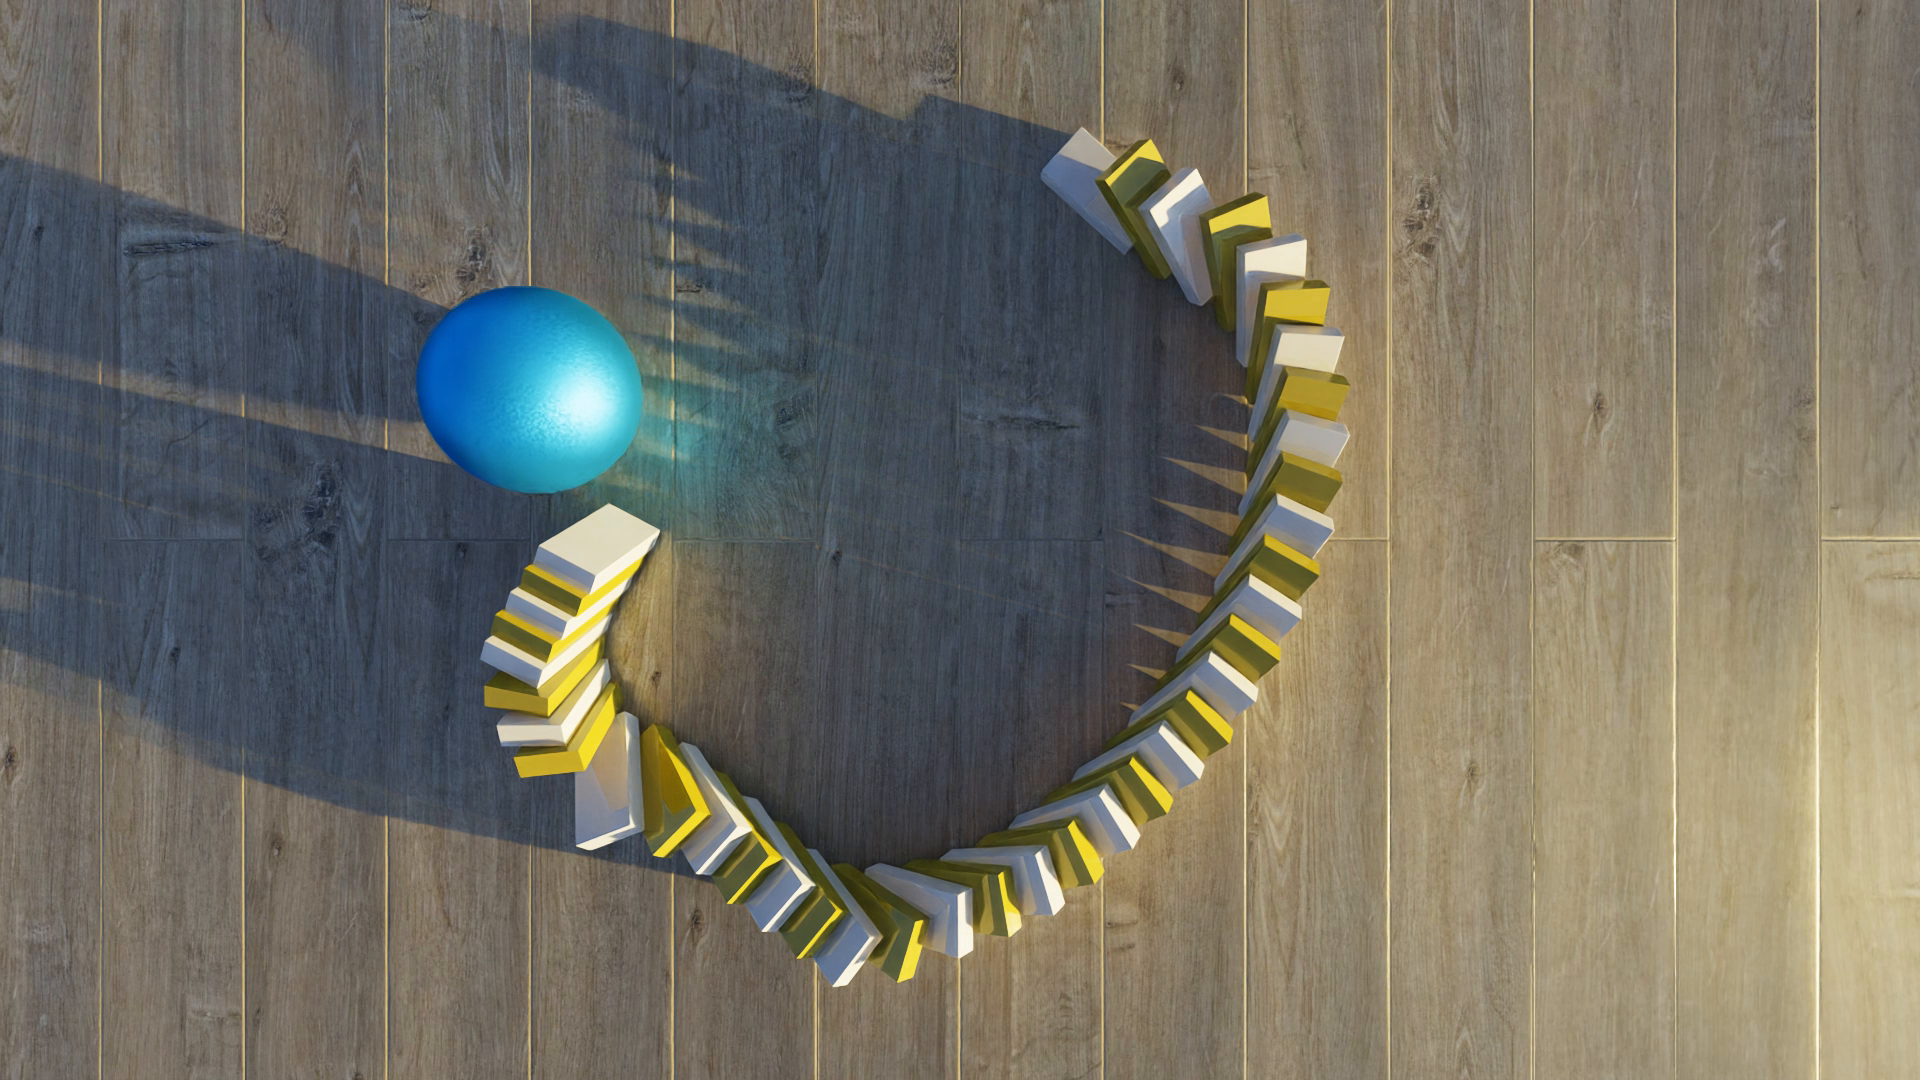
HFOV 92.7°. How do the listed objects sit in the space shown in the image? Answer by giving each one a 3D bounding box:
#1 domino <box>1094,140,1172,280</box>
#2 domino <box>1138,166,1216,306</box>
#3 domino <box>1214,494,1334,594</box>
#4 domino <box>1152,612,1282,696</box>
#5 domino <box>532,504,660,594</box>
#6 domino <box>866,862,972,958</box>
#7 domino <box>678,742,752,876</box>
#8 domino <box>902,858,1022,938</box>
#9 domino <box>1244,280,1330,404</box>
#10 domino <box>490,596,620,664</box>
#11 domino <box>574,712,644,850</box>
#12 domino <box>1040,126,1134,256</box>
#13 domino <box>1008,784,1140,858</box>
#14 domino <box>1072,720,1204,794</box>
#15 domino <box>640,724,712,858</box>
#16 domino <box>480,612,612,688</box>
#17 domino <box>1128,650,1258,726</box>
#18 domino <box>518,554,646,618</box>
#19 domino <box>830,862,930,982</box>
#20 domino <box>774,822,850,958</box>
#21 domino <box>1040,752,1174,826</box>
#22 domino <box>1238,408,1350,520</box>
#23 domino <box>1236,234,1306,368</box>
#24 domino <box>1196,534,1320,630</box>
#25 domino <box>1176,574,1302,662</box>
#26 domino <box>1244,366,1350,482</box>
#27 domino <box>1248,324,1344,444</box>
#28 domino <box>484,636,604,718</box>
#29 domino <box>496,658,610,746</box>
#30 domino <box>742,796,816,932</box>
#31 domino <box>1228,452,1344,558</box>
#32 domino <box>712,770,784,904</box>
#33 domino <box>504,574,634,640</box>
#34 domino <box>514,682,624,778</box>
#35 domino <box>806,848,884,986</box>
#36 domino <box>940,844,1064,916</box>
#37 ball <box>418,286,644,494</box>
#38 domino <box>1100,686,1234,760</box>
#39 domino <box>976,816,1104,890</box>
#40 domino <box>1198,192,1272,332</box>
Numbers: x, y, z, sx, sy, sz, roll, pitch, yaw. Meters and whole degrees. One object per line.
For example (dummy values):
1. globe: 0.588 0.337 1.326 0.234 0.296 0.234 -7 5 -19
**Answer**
1. domino: 0.080 -0.138 0.383 0.025 0.009 0.050 -43 119 -2
2. domino: 0.097 -0.126 0.382 0.025 0.009 0.050 -42 123 0
3. domino: 0.130 0.007 0.382 0.025 0.010 0.050 25 124 0
4. domino: 0.106 0.055 0.382 0.025 0.010 0.050 37 124 0
5. domino: -0.147 0.003 0.375 0.025 0.050 0.010 28 114 0
6. domino: -0.018 0.153 0.381 0.050 0.009 0.025 0 90 37
7. domino: -0.110 0.111 0.382 0.025 0.010 0.050 -48 55 0
8. domino: 0.000 0.148 0.382 0.050 0.009 0.025 -10 90 36
9. domino: 0.135 -0.082 0.382 0.025 0.009 0.050 -3 125 0
10. domino: -0.164 0.029 0.375 0.025 0.050 0.010 28 114 0
11. domino: -0.146 0.099 0.381 0.025 0.010 0.050 -22 56 8
12. domino: 0.062 -0.150 0.395 0.050 0.010 0.025 42 90 0
13. domino: 0.047 0.121 0.382 0.050 0.009 0.025 -32 90 35
14. domino: 0.073 0.097 0.382 0.025 0.010 0.050 49 124 0
15. domino: -0.124 0.103 0.380 0.025 0.010 0.050 -45 52 2
16. domino: -0.168 0.039 0.375 0.025 0.050 0.010 27 114 0
17. domino: 0.096 0.070 0.382 0.025 0.010 0.050 41 124 0
18. domino: -0.153 0.012 0.375 0.025 0.050 0.009 28 114 0
19. domino: -0.037 0.158 0.381 0.050 0.009 0.025 17 91 38
20. domino: -0.070 0.145 0.381 0.025 0.010 0.050 -51 54 2
21. domino: 0.061 0.110 0.382 0.050 0.009 0.025 -37 90 34
22. domino: 0.138 -0.028 0.382 0.025 0.010 0.050 15 124 0
23. domino: 0.129 -0.099 0.382 0.025 0.009 0.050 -12 125 0
24. domino: 0.123 0.024 0.382 0.025 0.010 0.050 29 124 0
25. domino: 0.115 0.040 0.382 0.025 0.010 0.050 33 124 0
26. domino: 0.140 -0.046 0.382 0.025 0.009 0.050 10 125 0
27. domino: 0.139 -0.064 0.382 0.025 0.010 0.050 4 125 0
28. domino: -0.169 0.053 0.375 0.025 0.050 0.009 11 113 0
29. domino: -0.165 0.066 0.375 0.025 0.050 0.010 0 113 0
30. domino: -0.084 0.134 0.381 0.025 0.010 0.050 -49 54 1
31. domino: 0.134 -0.010 0.382 0.025 0.010 0.050 20 124 0
32. domino: -0.097 0.123 0.382 0.025 0.009 0.050 -48 55 0
33. domino: -0.158 0.020 0.375 0.025 0.050 0.009 28 114 0
34. domino: -0.159 0.077 0.375 0.025 0.050 0.010 -6 113 0
35. domino: -0.057 0.156 0.381 0.050 0.010 0.025 39 94 36
36. domino: 0.017 0.142 0.382 0.050 0.010 0.025 -17 90 36
37. ball: -0.167 -0.058 0.360 0.080 0.080 0.080 0 90 0
38. domino: 0.086 0.085 0.382 0.025 0.009 0.050 46 124 0
39. domino: 0.032 0.132 0.381 0.050 0.010 0.025 -25 90 36
40. domino: 0.117 -0.115 0.382 0.025 0.010 0.050 -23 124 0
